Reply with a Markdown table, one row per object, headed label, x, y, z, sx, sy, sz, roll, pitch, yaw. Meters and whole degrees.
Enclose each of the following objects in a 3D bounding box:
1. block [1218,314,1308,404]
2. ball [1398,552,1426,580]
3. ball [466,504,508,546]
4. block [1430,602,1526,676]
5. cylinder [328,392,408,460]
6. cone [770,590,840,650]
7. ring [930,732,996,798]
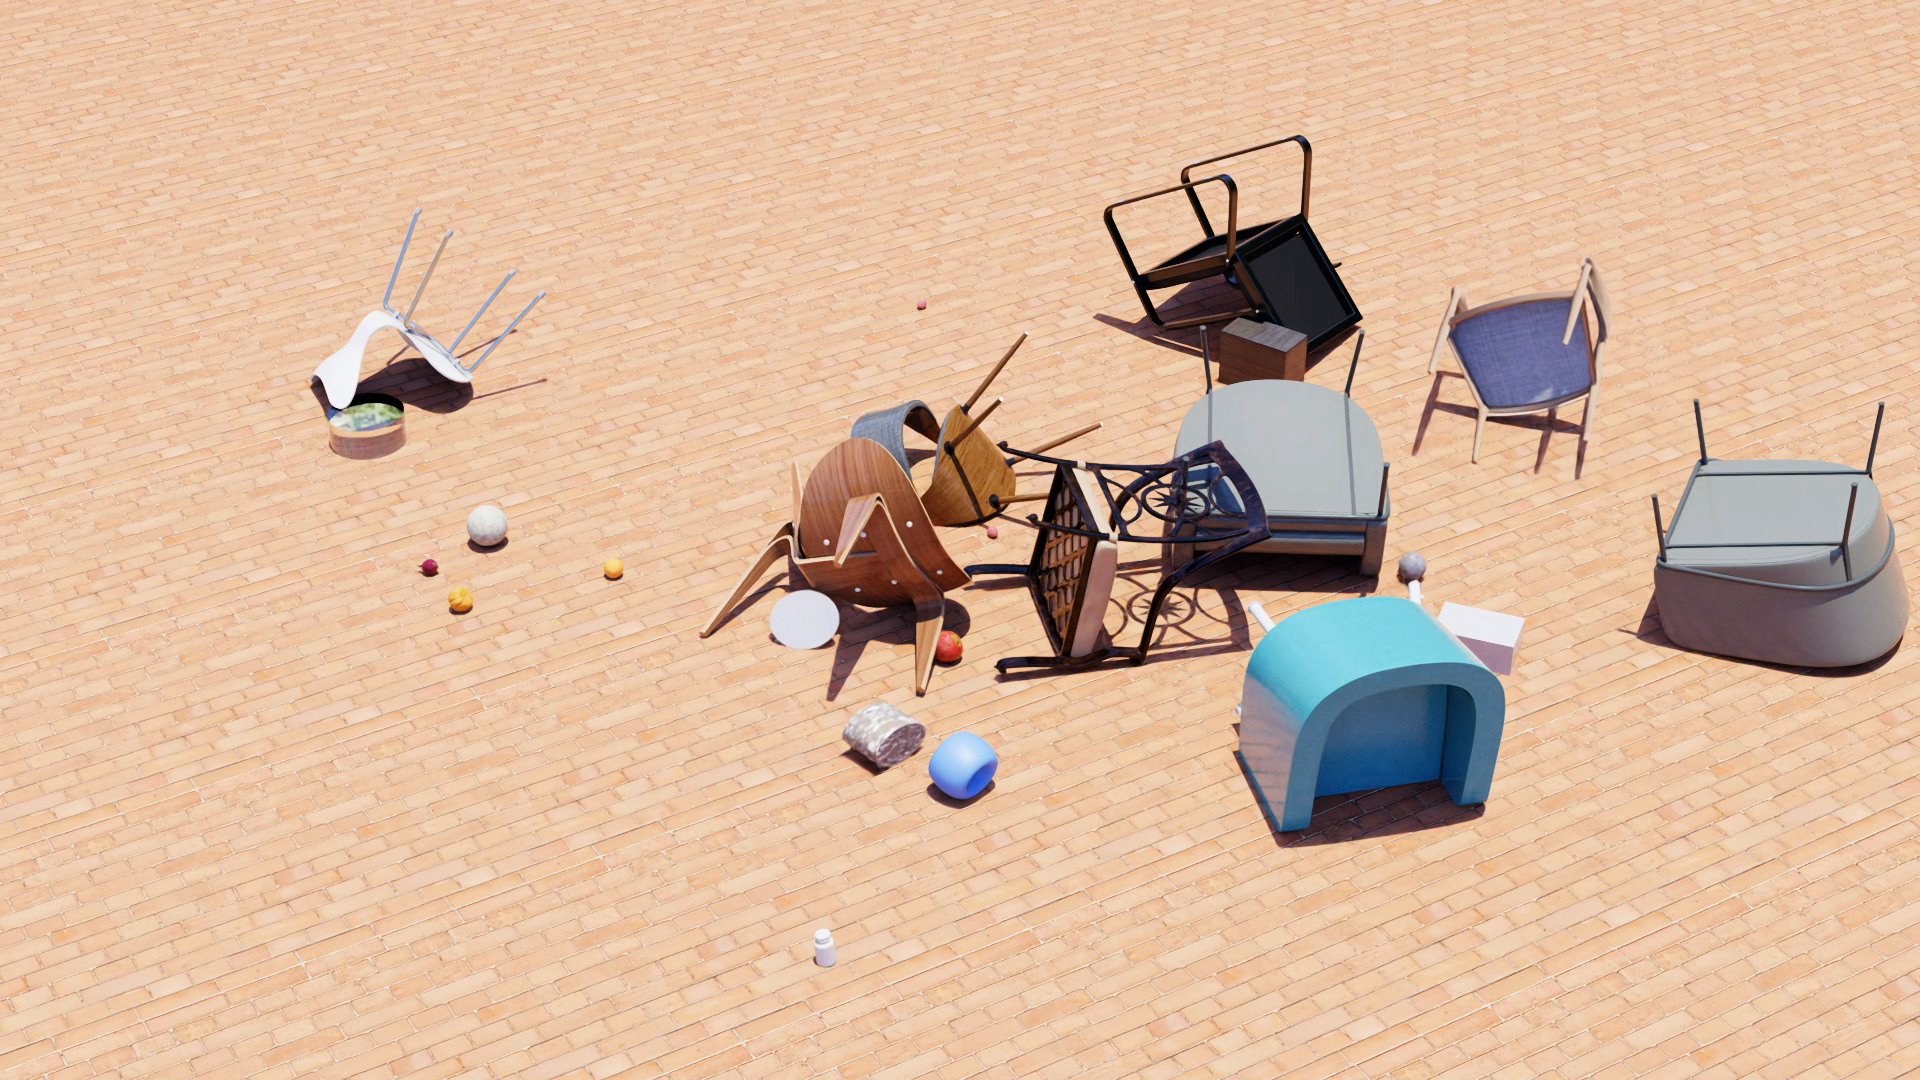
| label | x | y | z | sx | sy | sz | roll | pitch | yaw |
| --- | --- | --- | --- | --- | --- | --- | --- | --- | --- |
| block | 1.222 | -0.733 | 11.840 | 0.301 | 0.238 | 0.169 | 21 | 39 | 29 |
| ball | 1.650 | 0.098 | 10.703 | 0.102 | 0.102 | 0.102 | 0 | 33 | 0 |
| ball | -1.755 | -0.054 | 10.888 | 0.153 | 0.153 | 0.153 | 0 | 33 | 0 |
| block | 1.819 | 0.346 | 10.306 | 0.286 | 0.123 | 0.187 | 12 | 35 | 18 |
| cylinder | -2.325 | -0.447 | 11.505 | 0.300 | 0.129 | 0.295 | -22 | 39 | -29 |
| cone | -0.535 | 0.281 | 10.437 | 0.252 | 0.208 | 0.170 | -7 | 0 | 10 |
| ring | 0.010 | 0.742 | 9.647 | 0.221 | 0.198 | 0.161 | -38 | 60 | -27 |
